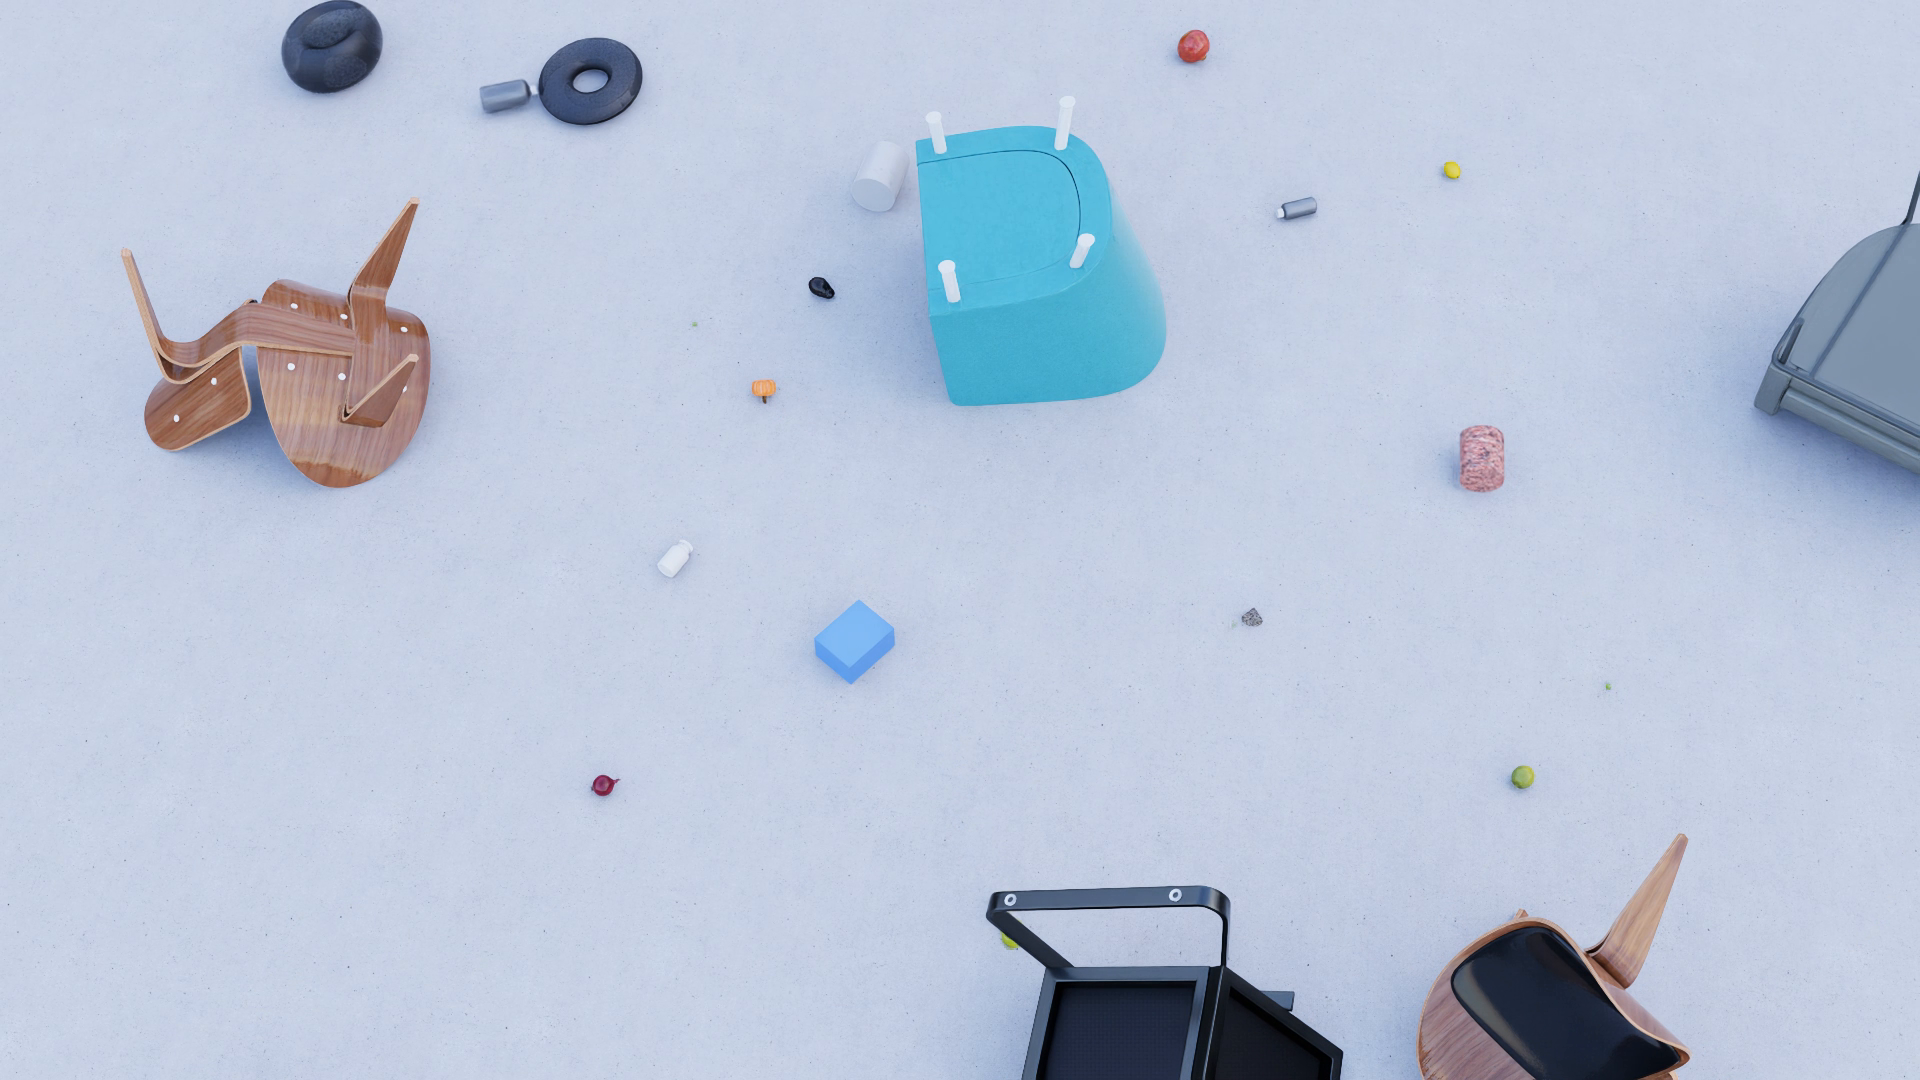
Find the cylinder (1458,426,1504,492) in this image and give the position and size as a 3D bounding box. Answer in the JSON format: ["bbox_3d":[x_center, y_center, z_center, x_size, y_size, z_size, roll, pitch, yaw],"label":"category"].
[{"bbox_3d":[1.580,-0.247,6.667,0.131,0.120,0.164,2,56,10],"label":"cylinder"}]

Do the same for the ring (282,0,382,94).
[{"bbox_3d":[-2.174,-1.709,7.616,0.316,0.178,0.380,24,58,17],"label":"ring"}]

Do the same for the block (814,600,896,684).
[{"bbox_3d":[-0.302,0.293,6.320,0.143,0.096,0.181,38,64,22],"label":"block"}]

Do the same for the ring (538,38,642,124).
[{"bbox_3d":[-1.275,-1.585,7.589,0.358,0.082,0.402,9,57,6],"label":"ring"}]

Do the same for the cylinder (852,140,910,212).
[{"bbox_3d":[-0.263,-1.205,7.290,0.150,0.155,0.175,24,57,-6],"label":"cylinder"}]

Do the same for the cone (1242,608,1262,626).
[{"bbox_3d":[0.856,0.214,6.417,0.062,0.047,0.063,9,36,9],"label":"cone"}]
